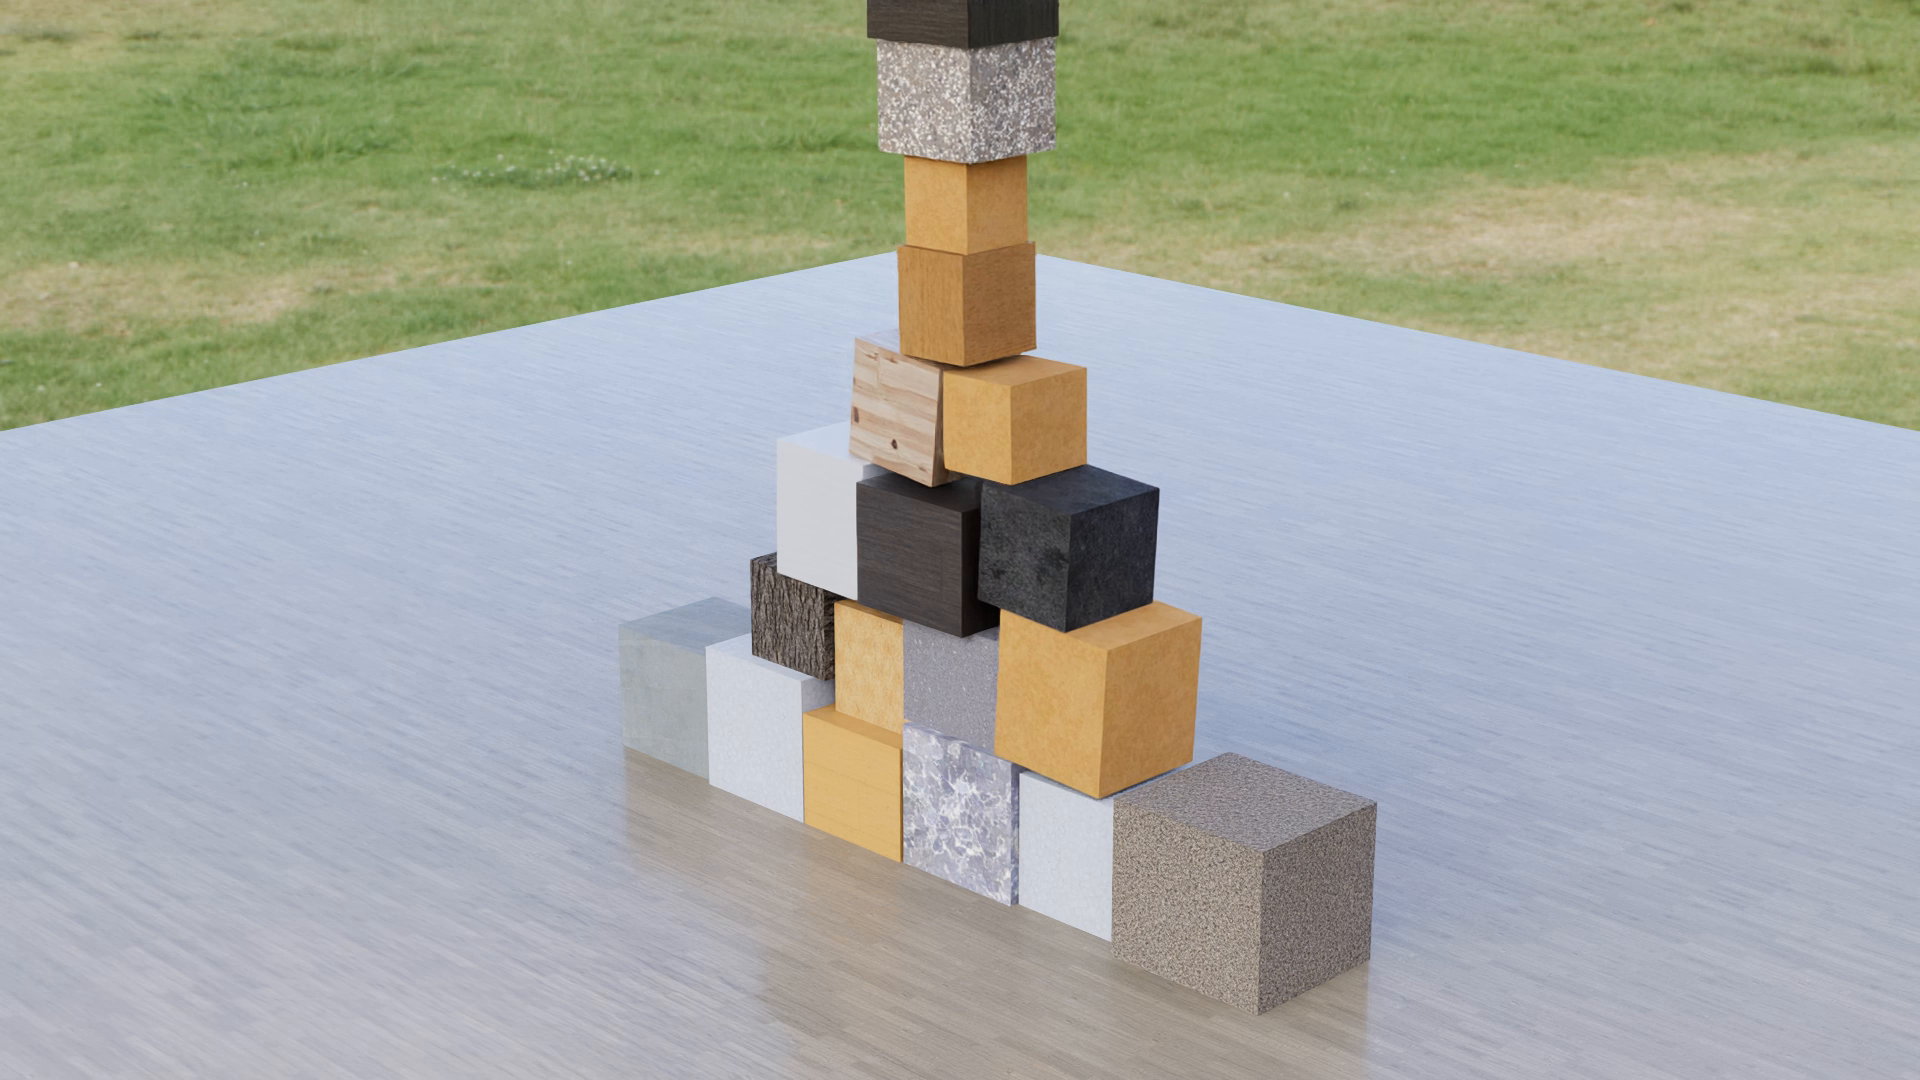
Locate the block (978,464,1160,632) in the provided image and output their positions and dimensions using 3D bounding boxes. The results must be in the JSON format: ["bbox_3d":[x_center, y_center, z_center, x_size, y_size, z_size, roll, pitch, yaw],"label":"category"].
[{"bbox_3d":[0.474,0.017,12.823,0.567,0.535,0.527,-17,27,-42],"label":"block"}]

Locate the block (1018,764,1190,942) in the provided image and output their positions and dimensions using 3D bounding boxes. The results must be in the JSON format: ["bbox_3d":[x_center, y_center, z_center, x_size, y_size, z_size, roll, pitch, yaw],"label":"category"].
[{"bbox_3d":[0.702,1.337,13.041,0.600,0.629,0.639,-17,24,-42],"label":"block"}]

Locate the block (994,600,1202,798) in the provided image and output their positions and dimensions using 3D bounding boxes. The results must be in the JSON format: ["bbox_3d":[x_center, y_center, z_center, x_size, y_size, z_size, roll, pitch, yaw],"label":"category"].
[{"bbox_3d":[0.605,0.642,12.902,0.619,0.685,0.628,-17,27,-42],"label":"block"}]

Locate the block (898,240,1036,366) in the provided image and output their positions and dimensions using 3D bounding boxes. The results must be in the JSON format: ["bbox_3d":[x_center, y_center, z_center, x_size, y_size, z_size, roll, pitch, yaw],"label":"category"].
[{"bbox_3d":[0.032,-1.070,12.948,0.455,0.484,0.404,-17,23,-42],"label":"block"}]

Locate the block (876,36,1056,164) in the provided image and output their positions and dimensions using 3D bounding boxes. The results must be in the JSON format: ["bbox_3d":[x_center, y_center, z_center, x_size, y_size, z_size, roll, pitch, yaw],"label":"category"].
[{"bbox_3d":[0.028,-1.934,12.704,0.523,0.491,0.567,-17,23,-42],"label":"block"}]

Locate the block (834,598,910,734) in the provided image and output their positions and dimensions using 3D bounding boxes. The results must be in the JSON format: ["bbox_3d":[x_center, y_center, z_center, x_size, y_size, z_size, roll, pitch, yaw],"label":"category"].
[{"bbox_3d":[-0.240,0.558,13.798,0.454,0.539,0.534,-17,24,-42],"label":"block"}]

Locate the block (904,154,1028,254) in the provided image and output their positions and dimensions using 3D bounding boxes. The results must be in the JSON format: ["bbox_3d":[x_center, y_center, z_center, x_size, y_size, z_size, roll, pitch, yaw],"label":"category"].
[{"bbox_3d":[0.027,-1.500,12.824,0.375,0.410,0.380,-17,23,-42],"label":"block"}]

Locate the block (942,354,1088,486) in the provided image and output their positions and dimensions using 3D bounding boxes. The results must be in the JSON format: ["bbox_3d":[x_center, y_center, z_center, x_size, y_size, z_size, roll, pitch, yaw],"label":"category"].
[{"bbox_3d":[0.244,-0.538,12.930,0.483,0.438,0.414,-17,23,-42],"label":"block"}]

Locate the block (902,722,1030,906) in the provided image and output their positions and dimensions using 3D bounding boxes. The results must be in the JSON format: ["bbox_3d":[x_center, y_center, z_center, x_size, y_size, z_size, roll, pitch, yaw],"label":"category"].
[{"bbox_3d":[0.216,1.170,13.478,0.661,0.687,0.688,-17,24,-42],"label":"block"}]

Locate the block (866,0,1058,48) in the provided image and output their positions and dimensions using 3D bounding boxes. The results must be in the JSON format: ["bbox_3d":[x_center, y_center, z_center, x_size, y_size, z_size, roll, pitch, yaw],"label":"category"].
[{"bbox_3d":[0.007,-2.457,12.538,0.550,0.605,0.614,-17,23,-42],"label":"block"}]

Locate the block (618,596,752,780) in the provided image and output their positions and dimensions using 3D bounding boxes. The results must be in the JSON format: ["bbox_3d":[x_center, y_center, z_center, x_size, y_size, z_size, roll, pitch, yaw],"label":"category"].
[{"bbox_3d":[-1.249,0.746,14.891,0.640,0.648,0.713,-17,24,-42],"label":"block"}]

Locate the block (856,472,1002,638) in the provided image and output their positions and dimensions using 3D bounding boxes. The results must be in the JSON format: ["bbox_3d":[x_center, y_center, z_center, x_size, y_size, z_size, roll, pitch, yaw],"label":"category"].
[{"bbox_3d":[0.016,0.012,13.315,0.698,0.578,0.672,-17,24,-42],"label":"block"}]

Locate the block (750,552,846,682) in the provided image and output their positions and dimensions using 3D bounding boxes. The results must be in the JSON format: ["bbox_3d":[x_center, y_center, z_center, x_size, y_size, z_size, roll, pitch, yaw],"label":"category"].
[{"bbox_3d":[-0.625,0.320,14.117,0.557,0.485,0.521,-17,24,-42],"label":"block"}]

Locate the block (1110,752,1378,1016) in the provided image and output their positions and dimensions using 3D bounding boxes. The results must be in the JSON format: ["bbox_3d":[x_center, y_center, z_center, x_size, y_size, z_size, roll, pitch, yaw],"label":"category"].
[{"bbox_3d":[1.207,1.449,12.513,0.758,0.733,0.815,-17,24,-42],"label":"block"}]

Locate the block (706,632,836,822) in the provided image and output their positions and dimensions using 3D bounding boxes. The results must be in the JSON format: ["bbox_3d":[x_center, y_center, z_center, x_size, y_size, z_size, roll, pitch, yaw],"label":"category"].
[{"bbox_3d":[-0.748,0.863,14.398,0.699,0.720,0.691,-17,24,-42],"label":"block"}]

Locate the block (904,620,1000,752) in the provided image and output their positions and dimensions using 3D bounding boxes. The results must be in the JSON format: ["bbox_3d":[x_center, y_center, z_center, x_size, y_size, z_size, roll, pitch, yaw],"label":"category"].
[{"bbox_3d":[0.149,0.576,13.354,0.550,0.520,0.601,-17,24,-42],"label":"block"}]

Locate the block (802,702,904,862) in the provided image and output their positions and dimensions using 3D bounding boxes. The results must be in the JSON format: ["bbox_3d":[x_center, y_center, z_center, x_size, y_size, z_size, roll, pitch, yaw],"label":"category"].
[{"bbox_3d":[-0.276,1.088,13.948,0.661,0.561,0.658,-17,24,-42],"label":"block"}]

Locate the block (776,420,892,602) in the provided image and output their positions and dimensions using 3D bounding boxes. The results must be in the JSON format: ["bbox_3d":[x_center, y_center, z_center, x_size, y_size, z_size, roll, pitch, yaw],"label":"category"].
[{"bbox_3d":[-0.433,-0.157,13.732,0.614,0.656,0.584,-17,25,-42],"label":"block"}]

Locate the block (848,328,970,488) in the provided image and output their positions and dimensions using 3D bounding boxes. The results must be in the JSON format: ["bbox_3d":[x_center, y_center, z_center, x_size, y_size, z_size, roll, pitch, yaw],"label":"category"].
[{"bbox_3d":[-0.118,-0.627,13.275,0.511,0.552,0.543,-17,30,-42],"label":"block"}]
